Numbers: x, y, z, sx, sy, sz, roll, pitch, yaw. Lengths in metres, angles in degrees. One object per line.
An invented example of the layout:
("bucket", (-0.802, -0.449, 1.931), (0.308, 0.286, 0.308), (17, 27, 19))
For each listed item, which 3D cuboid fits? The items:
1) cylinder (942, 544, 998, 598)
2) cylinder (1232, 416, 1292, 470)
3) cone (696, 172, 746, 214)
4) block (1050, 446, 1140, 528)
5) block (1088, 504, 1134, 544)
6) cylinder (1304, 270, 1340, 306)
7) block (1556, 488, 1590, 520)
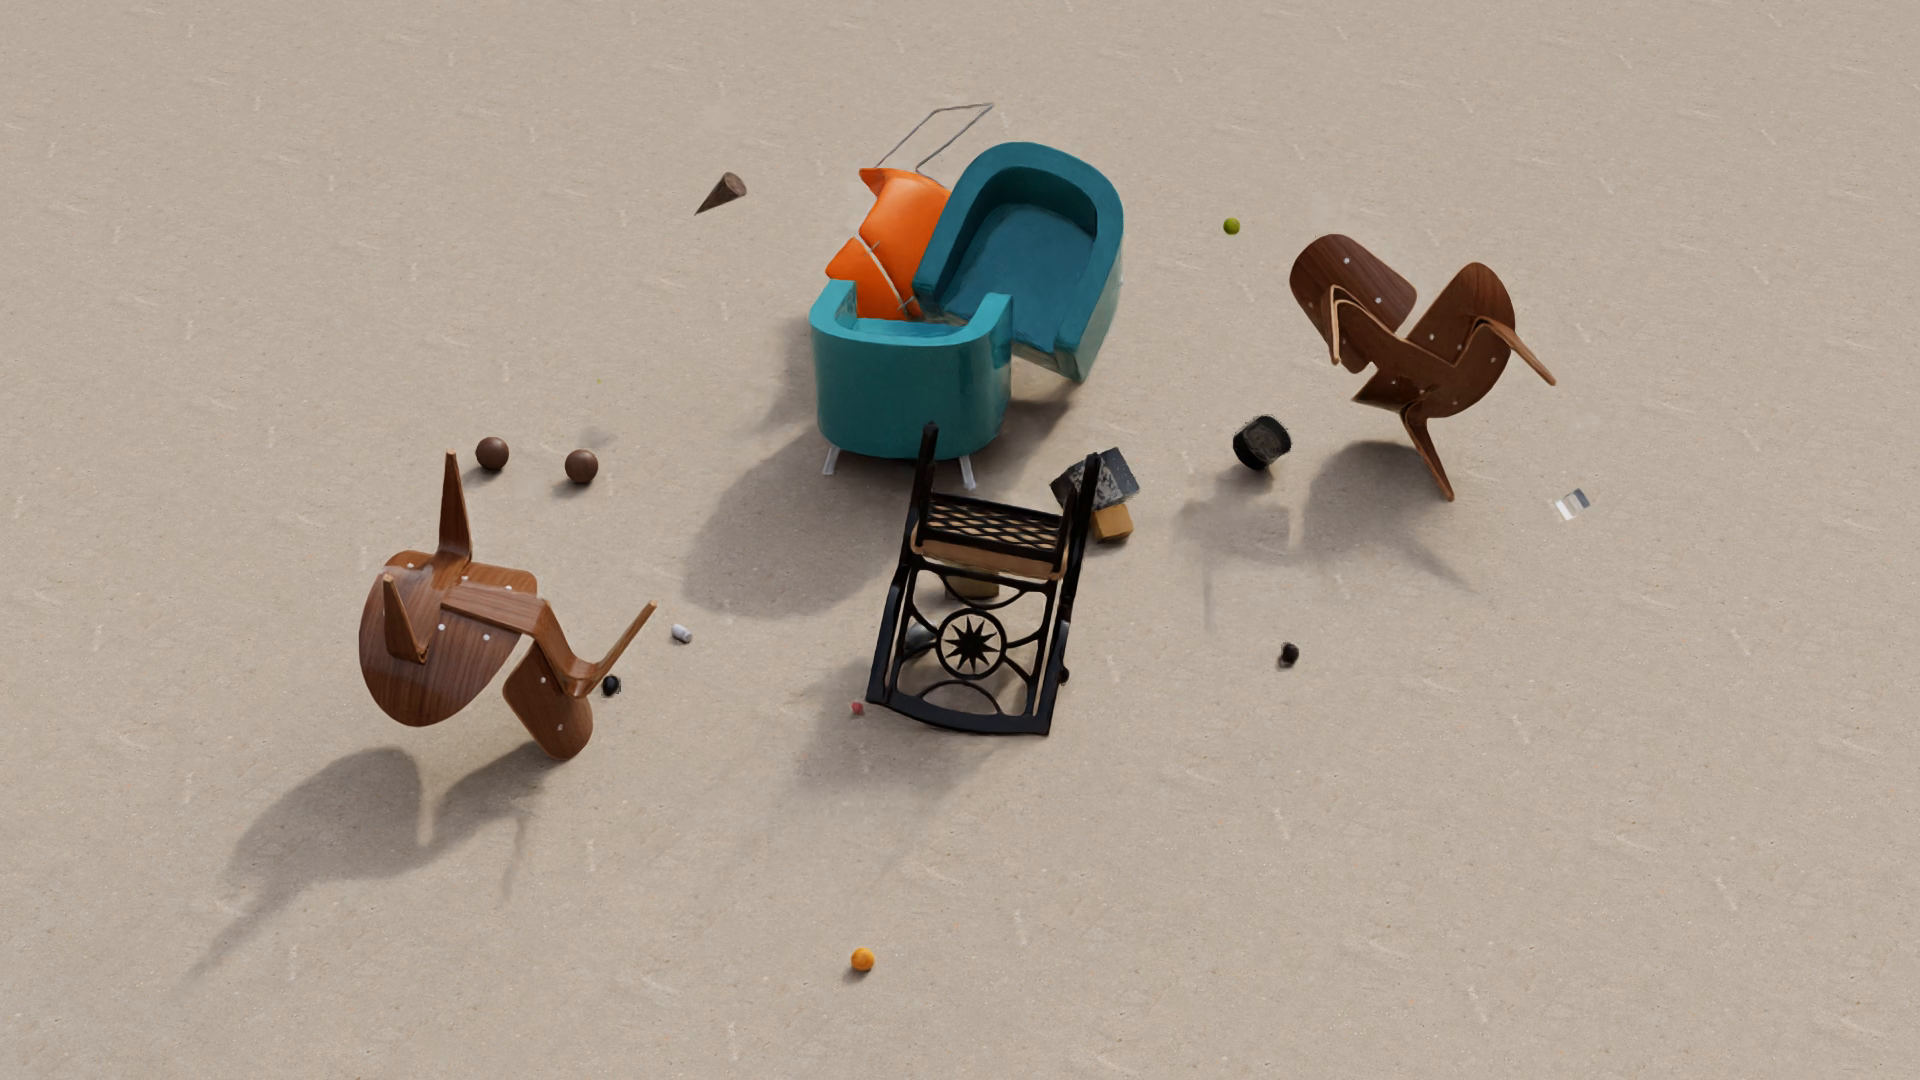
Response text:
("cylinder", (0.038, 0.115, 10.631), (0.193, 0.107, 0.194), (-2, 75, -4))
("cylinder", (1.164, -0.374, 11.313), (0.194, 0.131, 0.170), (6, 57, -44))
("cone", (-0.987, -1.368, 11.785), (0.224, 0.119, 0.176), (-34, -1, 20))
("block", (0.505, -0.199, 10.999), (0.219, 0.197, 0.183), (-23, 80, -32))
("block", (0.564, -0.061, 10.925), (0.129, 0.071, 0.109), (-14, 74, -20))
("cylinder", (1.446, -1.007, 11.715), (0.149, 0.075, 0.126), (-25, 64, 0))
("block", (2.126, -0.124, 10.167), (0.064, 0.077, 0.072), (-29, 81, -27))
